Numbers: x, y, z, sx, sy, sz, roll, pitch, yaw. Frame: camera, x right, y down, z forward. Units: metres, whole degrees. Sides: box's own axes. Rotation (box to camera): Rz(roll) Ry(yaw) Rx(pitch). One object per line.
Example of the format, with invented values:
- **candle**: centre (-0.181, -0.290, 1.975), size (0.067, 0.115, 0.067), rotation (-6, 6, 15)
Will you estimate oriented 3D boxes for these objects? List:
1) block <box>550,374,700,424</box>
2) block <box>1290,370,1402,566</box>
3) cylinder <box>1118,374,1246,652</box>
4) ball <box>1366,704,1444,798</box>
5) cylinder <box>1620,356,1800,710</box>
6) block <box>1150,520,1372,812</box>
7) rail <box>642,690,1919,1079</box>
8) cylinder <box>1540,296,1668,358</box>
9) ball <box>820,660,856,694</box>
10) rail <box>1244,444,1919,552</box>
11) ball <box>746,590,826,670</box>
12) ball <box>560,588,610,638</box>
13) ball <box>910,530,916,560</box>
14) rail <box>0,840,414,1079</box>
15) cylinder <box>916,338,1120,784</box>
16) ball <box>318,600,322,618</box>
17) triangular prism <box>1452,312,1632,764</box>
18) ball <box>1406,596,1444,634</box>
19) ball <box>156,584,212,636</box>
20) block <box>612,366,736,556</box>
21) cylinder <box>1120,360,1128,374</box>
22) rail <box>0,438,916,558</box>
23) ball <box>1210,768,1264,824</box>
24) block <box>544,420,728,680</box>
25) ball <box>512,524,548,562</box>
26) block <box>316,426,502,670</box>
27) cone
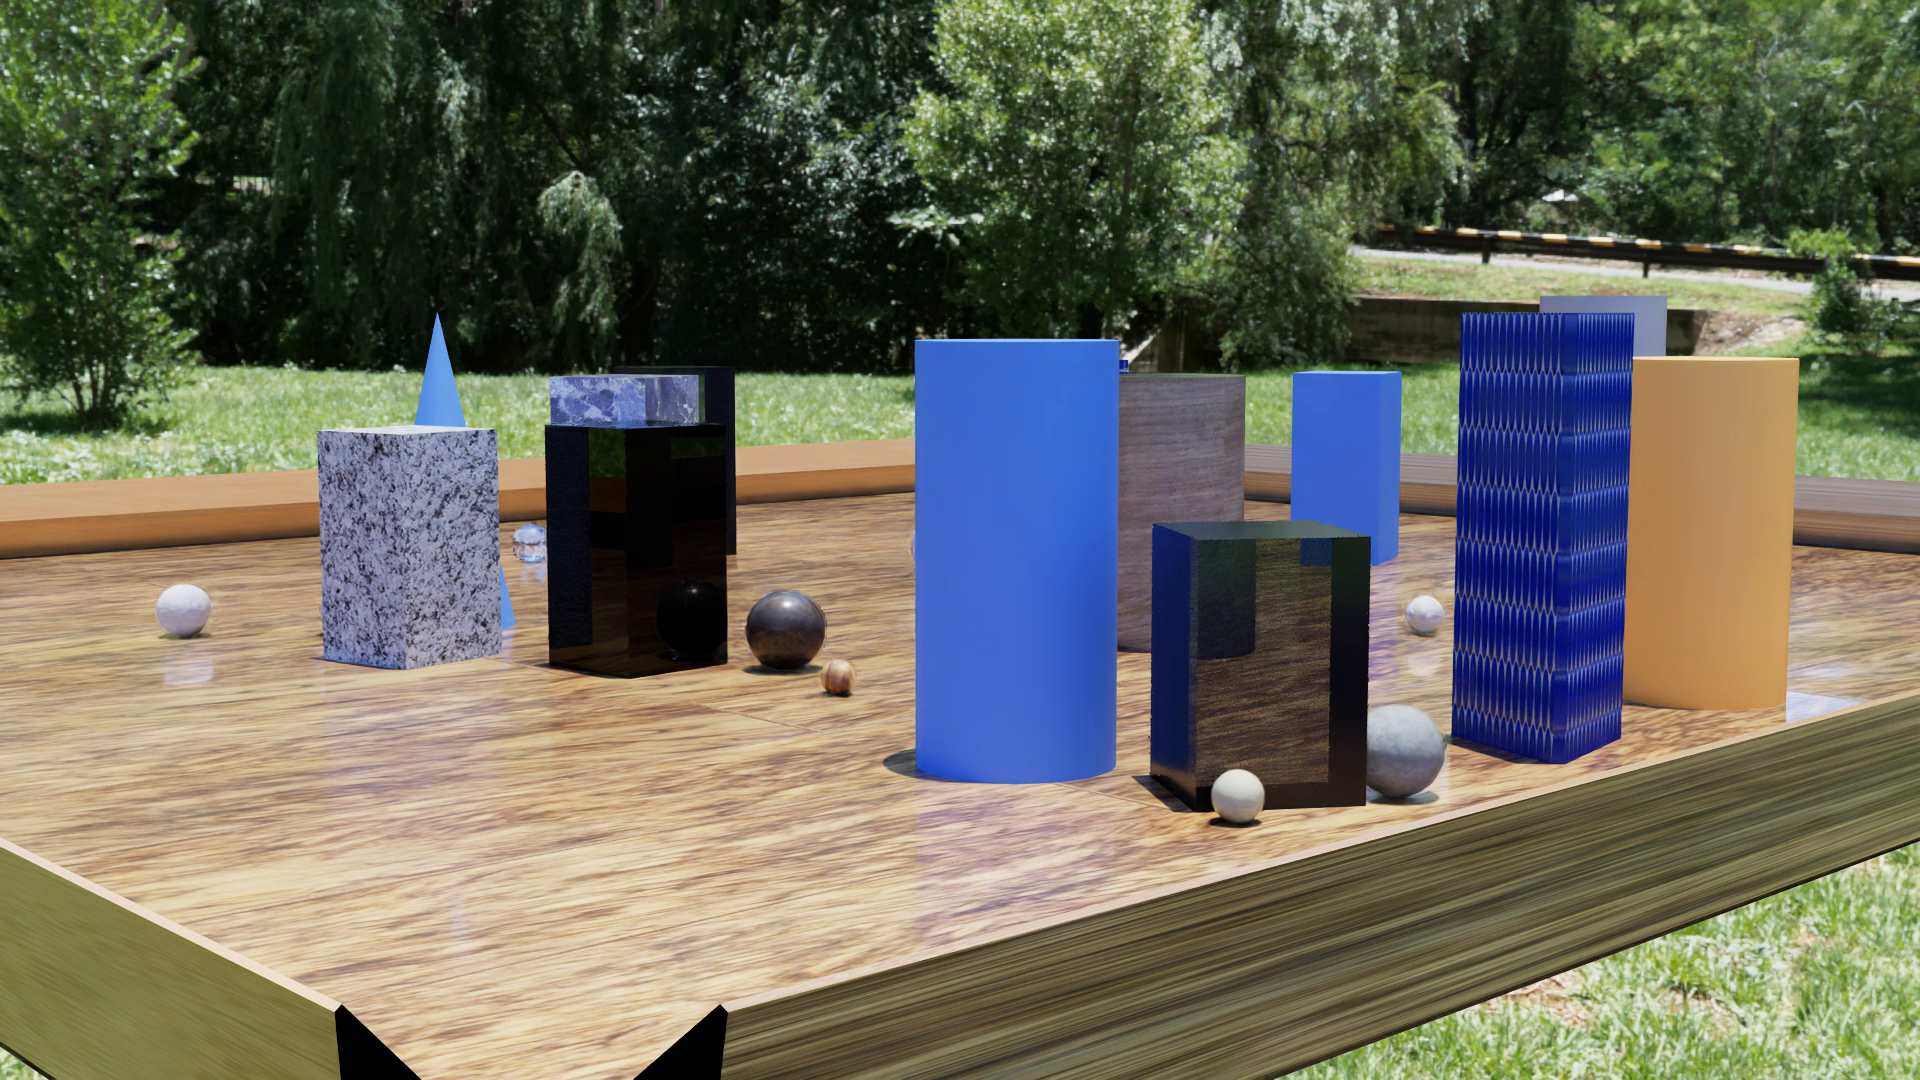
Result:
- **block**: centre (-0.494, -0.069, 3.265), size (0.159, 0.348, 0.159), rotation (2, 6, 22)
- **block**: centre (0.693, -0.133, 3.946), size (0.159, 0.335, 0.159), rotation (3, 7, 24)
- **cylinder**: centre (0.280, -0.041, 2.945), size (0.198, 0.359, 0.198), rotation (0, 6, 0)
- **ball**: centre (0.402, 0.193, 2.020), size (0.085, 0.085, 0.085), rotation (0, 6, 0)
- **cylinder**: centre (0.855, -0.014, 2.537), size (0.198, 0.390, 0.198), rotation (0, 6, 0)
- **block**: centre (0.274, 0.112, 2.035), size (0.159, 0.244, 0.159), rotation (-1, 6, -10)
- **rail**: centre (1.101, 0.157, 2.145), size (3.589, 0.129, 0.045), rotation (-5, 8, -42)
- **cylinder**: centre (1.040, -0.162, 3.580), size (0.198, 0.468, 0.198), rotation (0, 6, 0)
- **ball**: centre (-0.142, 0.159, 2.557), size (0.042, 0.042, 0.042), rotation (0, 6, 0)
- **rail**: centre (1.301, -0.091, 4.526), size (0.045, 0.129, 3.293), rotation (-5, 8, -42)
- **ball**: centre (-0.217, 0.112, 2.732), size (0.099, 0.099, 0.099), rotation (0, 6, 0)
- **ball**: centre (-0.513, 0.100, 3.006), size (0.066, 0.066, 0.066), rotation (0, 6, 0)
- **ball**: centre (-0.038, 0.008, 3.751), size (0.094, 0.094, 0.094), rotation (0, 6, 0)
- **rail**: centre (-1.301, 0.158, 2.137), size (0.045, 0.129, 3.293), rotation (-5, 8, -42)
- **cylinder**: centre (0.055, 0.013, 2.152), size (0.198, 0.416, 0.198), rotation (0, 6, 0)
- **ball**: centre (-0.849, 0.095, 3.038), size (0.069, 0.069, 0.069), rotation (0, 6, 0)
- **triangular prism**: centre (0.579, -0.011, 2.254), size (0.149, 0.442, 0.172), rotation (4, 7, 36)
- **ball**: centre (0.642, 0.103, 3.035), size (0.053, 0.053, 0.053), rotation (0, 6, 0)
- **ball**: centre (-1.063, 0.096, 3.014), size (0.073, 0.073, 0.073), rotation (0, 6, 0)
- **block**: centre (-0.521, -0.144, 4.018), size (0.159, 0.343, 0.159), rotation (-5, 8, -41)
- **cylinder**: centre (0.236, -0.186, 4.393), size (0.198, 0.347, 0.198), rotation (0, 6, 0)
- **rail**: centre (-1.101, -0.090, 4.518), size (3.589, 0.129, 0.045), rotation (-5, 8, -42)
- **ball**: centre (0.242, 0.223, 1.917), size (0.047, 0.047, 0.047), rotation (0, 6, 0)
- **block**: centre (-0.406, 0.006, 2.760), size (0.159, 0.303, 0.159), rotation (5, 8, 42)
- **ball**: centre (-0.759, 0.006, 3.899), size (0.069, 0.069, 0.069), rotation (0, 6, 0)
- **block**: centre (-0.706, 0.005, 2.827), size (0.159, 0.293, 0.159), rotation (4, 7, 35)
- **cone**: centre (-0.732, -0.100, 3.103), size (0.198, 0.443, 0.198), rotation (0, 6, 0)
